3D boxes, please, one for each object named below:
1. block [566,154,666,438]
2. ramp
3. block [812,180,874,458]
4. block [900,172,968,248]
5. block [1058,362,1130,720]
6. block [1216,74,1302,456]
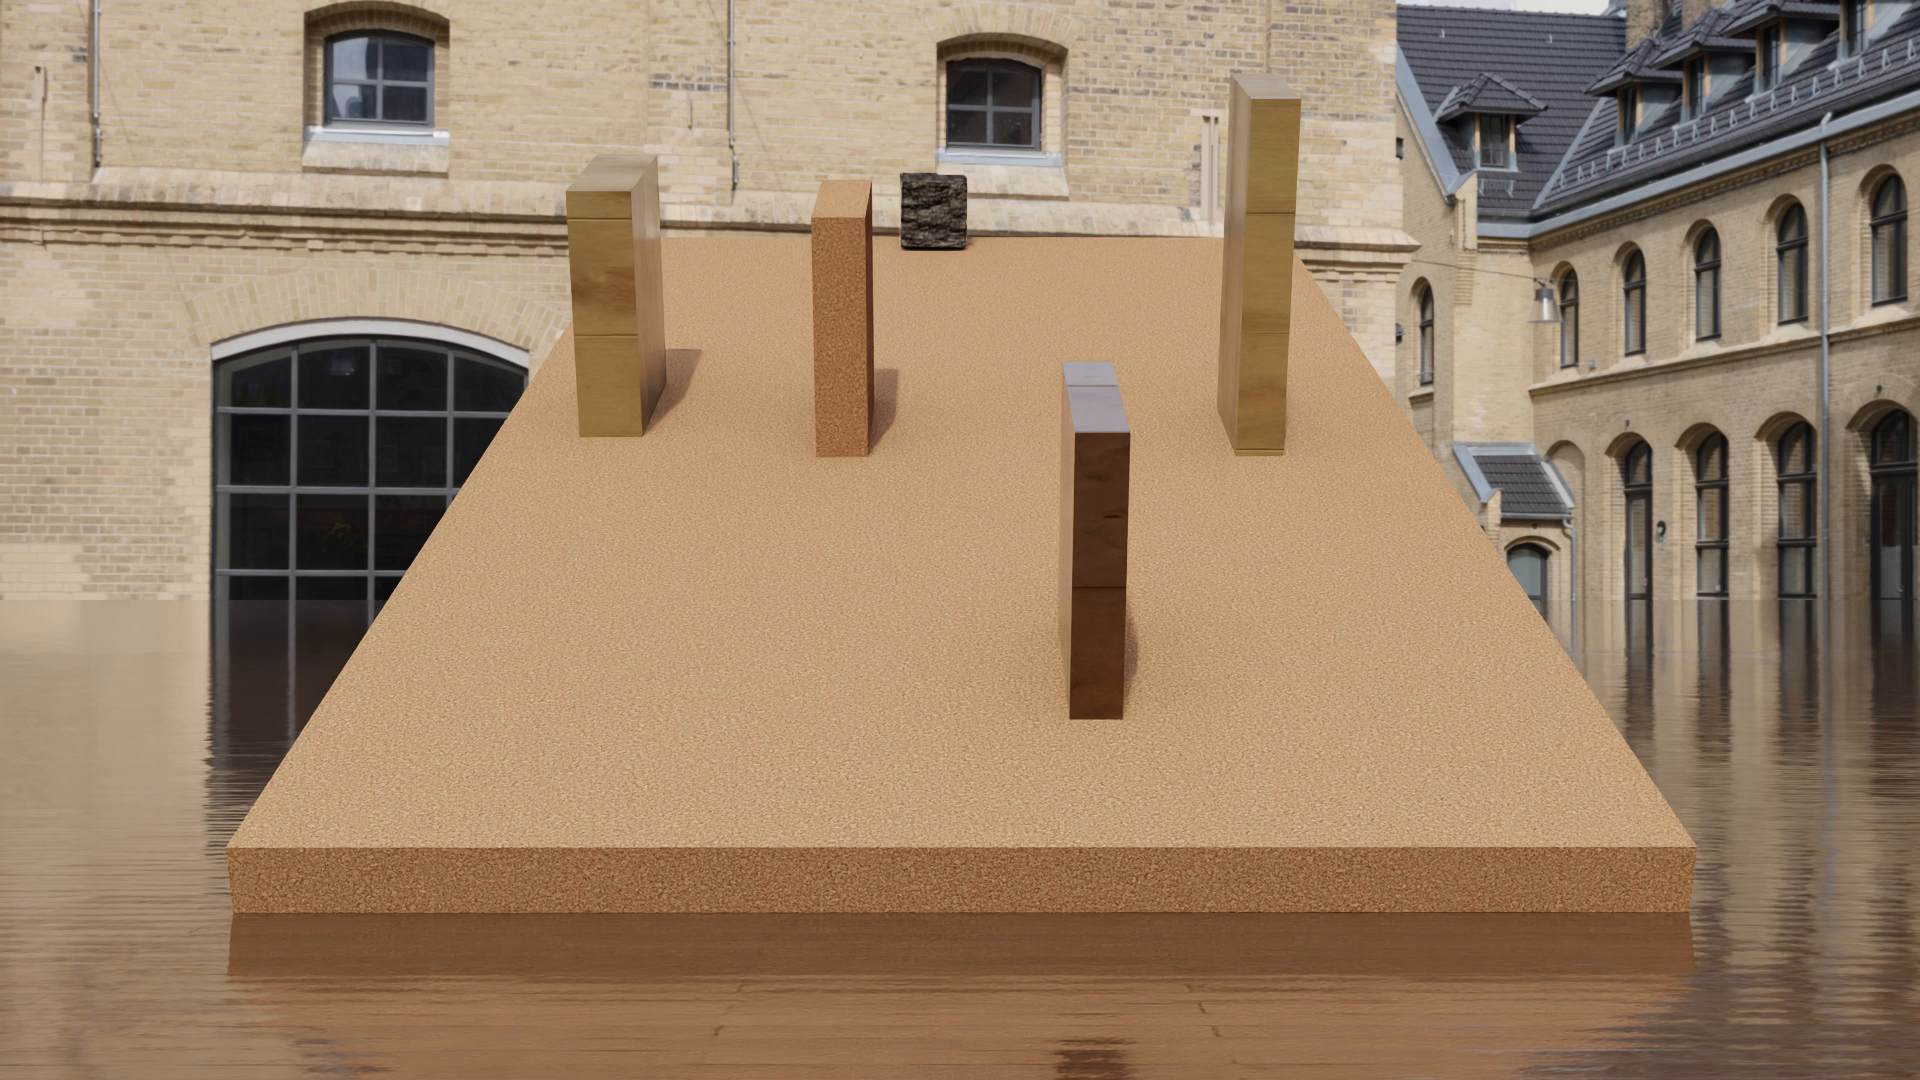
[{"bbox_3d":[-0.754,-0.548,4.995,0.136,0.534,0.444,0,19,0],"label":"block"},{"bbox_3d":[-0.005,-0.202,4.973,2.000,0.100,4.000,0,19,0],"label":"ramp"},{"bbox_3d":[-0.248,-0.483,4.852,0.109,0.509,0.417,0,19,0],"label":"block"},{"bbox_3d":[-0.079,-0.982,6.714,0.190,0.190,0.190,1,16,-2],"label":"block"},{"bbox_3d":[0.209,-0.008,3.585,0.082,0.460,0.402,0,19,0],"label":"block"},{"bbox_3d":[0.630,-0.588,4.798,0.099,0.746,0.363,0,19,0],"label":"block"}]
